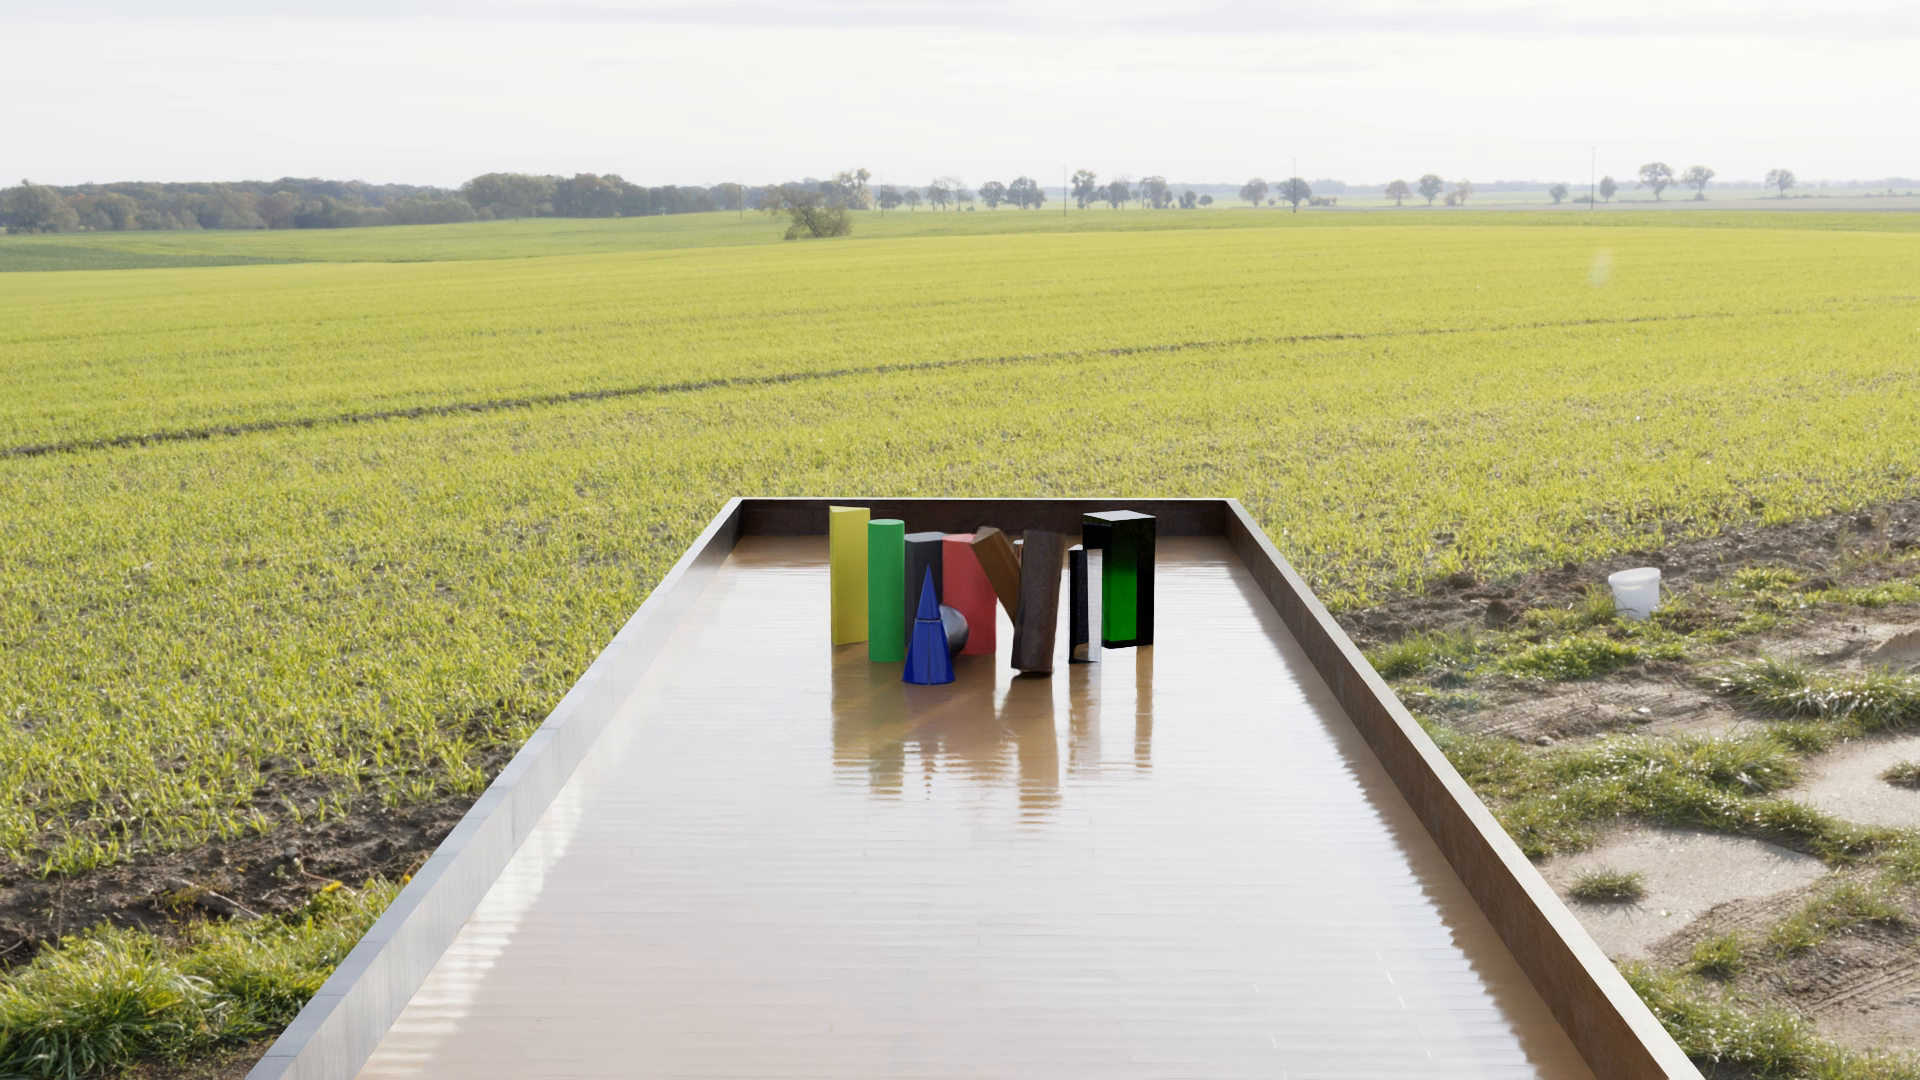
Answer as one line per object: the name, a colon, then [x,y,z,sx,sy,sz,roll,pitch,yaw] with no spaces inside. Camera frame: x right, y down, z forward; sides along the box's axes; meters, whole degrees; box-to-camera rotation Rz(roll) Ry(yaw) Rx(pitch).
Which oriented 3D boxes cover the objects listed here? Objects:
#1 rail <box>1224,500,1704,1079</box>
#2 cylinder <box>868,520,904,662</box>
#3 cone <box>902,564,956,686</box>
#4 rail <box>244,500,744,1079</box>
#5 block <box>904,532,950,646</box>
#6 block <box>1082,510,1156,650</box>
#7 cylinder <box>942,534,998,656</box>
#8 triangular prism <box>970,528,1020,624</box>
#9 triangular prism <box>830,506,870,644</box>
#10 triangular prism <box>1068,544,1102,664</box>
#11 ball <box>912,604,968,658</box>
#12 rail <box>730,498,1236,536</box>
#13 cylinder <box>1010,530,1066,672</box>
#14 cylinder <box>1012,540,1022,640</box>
rail: [1.046,0.843,3.208,0.050,0.150,12.000,0,9,1]
cylinder: [-0.224,0.154,6.692,0.111,0.422,0.111,0,9,0]
cone: [-0.092,0.237,6.405,0.160,0.348,0.160,0,9,0]
rail: [-1.004,0.839,3.234,0.050,0.150,12.000,0,9,1]
block: [-0.107,0.156,6.939,0.159,0.338,0.159,-5,10,-27]
block: [0.499,0.123,6.933,0.165,0.406,0.165,-5,10,-29]
cylinder: [0.031,0.168,6.821,0.171,0.352,0.171,0,8,0]
triangular prism: [0.158,0.144,6.750,0.101,0.416,0.087,-28,24,2]
triangular prism: [-0.375,0.108,6.977,0.138,0.422,0.120,-7,11,-38]
triangular prism: [0.368,0.193,6.676,0.105,0.349,0.091,-2,9,-13]
ball: [-0.059,0.281,6.690,0.171,0.171,0.171,0,9,0]
rail: [0.099,-0.098,9.147,2.100,0.150,0.050,0,9,1]
cylinder: [0.230,0.182,6.498,0.124,0.410,0.124,6,-3,0]
cylinder: [0.218,0.167,6.919,0.102,0.325,0.102,0,9,0]
